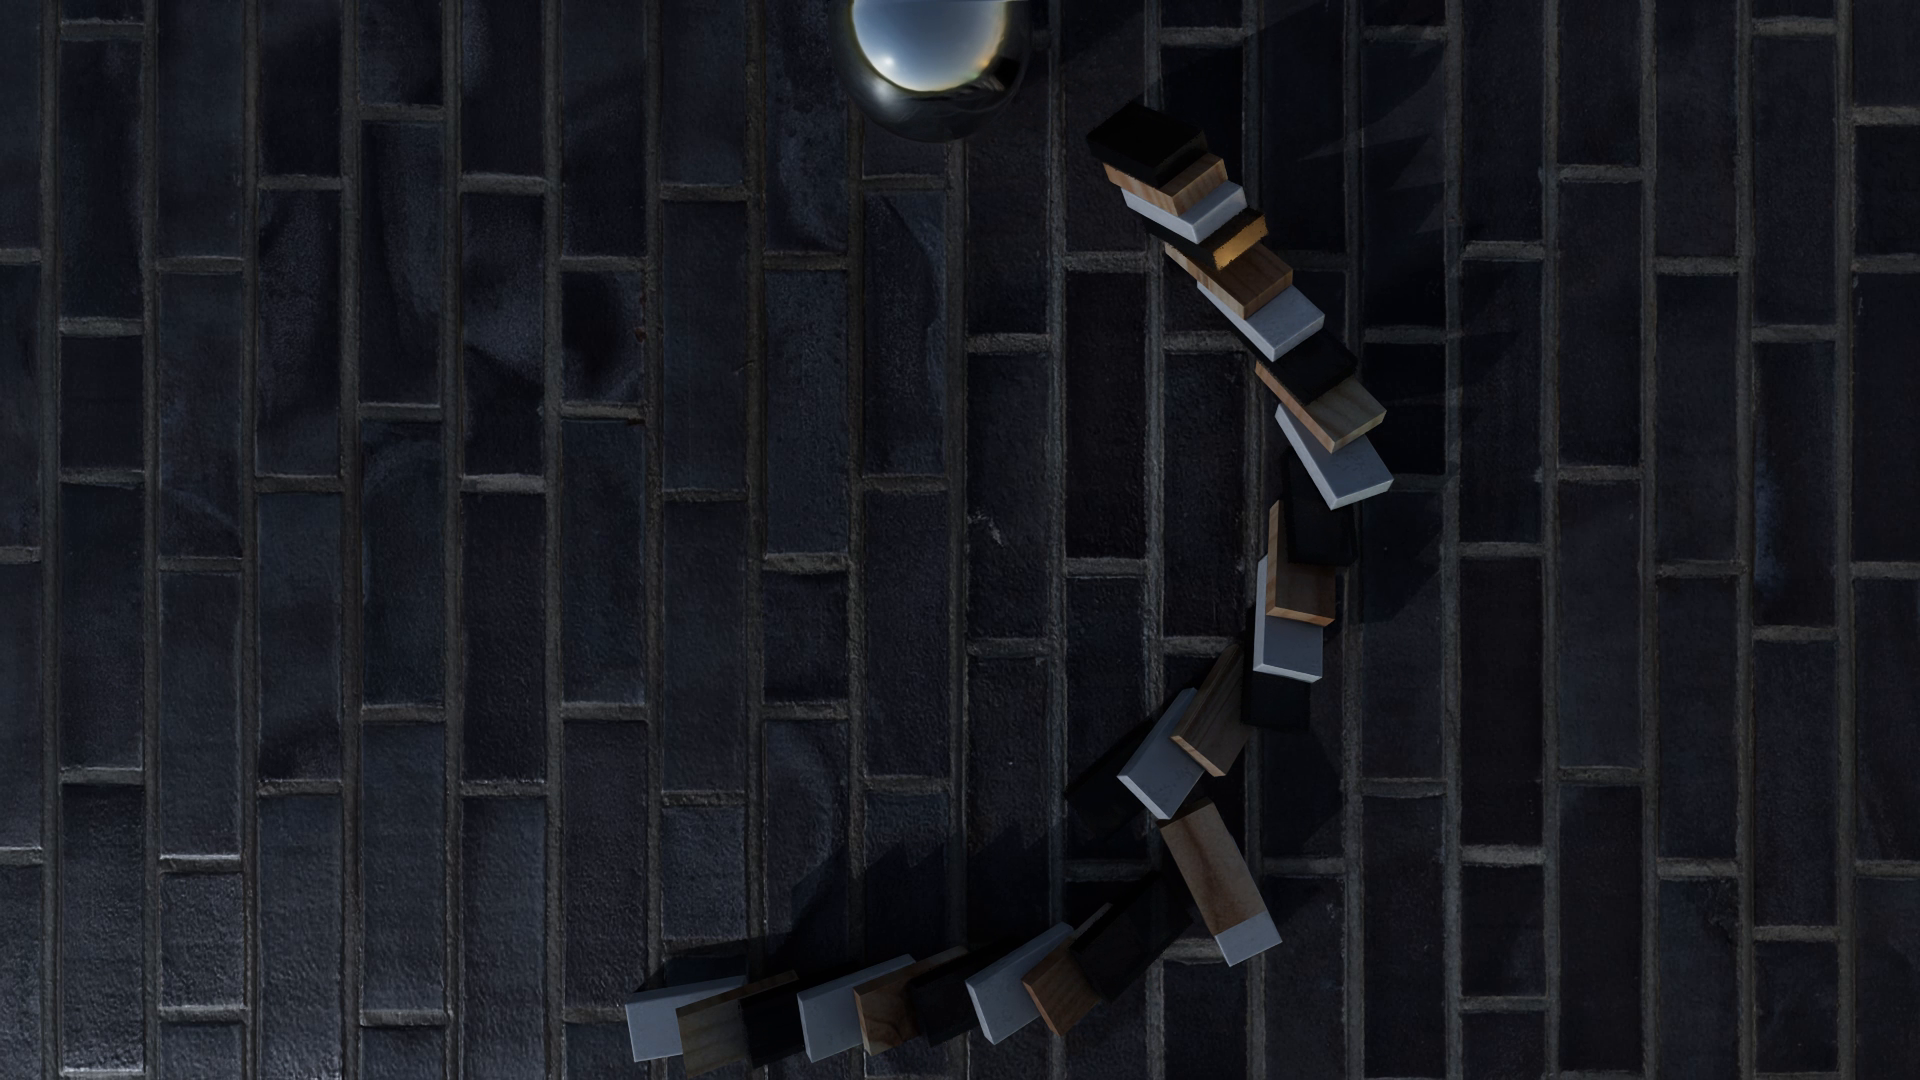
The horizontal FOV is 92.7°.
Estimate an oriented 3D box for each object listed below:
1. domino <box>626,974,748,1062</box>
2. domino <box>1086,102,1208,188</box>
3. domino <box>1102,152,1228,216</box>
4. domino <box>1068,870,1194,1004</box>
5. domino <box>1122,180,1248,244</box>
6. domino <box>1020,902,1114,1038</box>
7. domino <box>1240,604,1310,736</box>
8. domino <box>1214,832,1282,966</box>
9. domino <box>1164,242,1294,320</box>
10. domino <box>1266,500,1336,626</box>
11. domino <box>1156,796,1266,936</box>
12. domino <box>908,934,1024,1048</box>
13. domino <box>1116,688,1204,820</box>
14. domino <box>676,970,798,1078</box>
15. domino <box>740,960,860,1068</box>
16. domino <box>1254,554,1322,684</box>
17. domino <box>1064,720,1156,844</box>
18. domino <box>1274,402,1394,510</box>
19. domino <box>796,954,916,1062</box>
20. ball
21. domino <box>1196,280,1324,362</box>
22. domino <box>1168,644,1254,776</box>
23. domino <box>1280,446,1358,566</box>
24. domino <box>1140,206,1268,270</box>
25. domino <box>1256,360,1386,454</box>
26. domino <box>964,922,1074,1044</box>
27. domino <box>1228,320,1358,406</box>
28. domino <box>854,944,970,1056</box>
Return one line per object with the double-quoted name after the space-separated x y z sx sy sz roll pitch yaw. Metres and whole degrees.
-0.116 0.206 0.395 0.050 0.010 0.025 -9 90 0 "domino"
0.076 -0.164 0.379 0.025 0.010 0.050 -37 45 0 "domino"
0.084 -0.153 0.379 0.025 0.010 0.050 -37 45 0 "domino"
0.072 0.166 0.385 0.050 0.010 0.025 -33 94 -23 "domino"
0.092 -0.142 0.379 0.025 0.010 0.050 -37 45 0 "domino"
0.052 0.180 0.385 0.050 0.010 0.025 -32 94 -23 "domino"
0.133 0.054 0.384 0.025 0.009 0.050 13 65 -3 "domino"
0.116 0.154 0.395 0.025 0.009 0.050 -25 90 0 "domino"
0.112 -0.117 0.384 0.025 0.009 0.050 -37 62 0 "domino"
0.143 0.009 0.385 0.025 0.010 0.050 12 65 -1 "domino"
0.105 0.137 0.386 0.025 0.010 0.050 -26 90 0 "domino"
0.006 0.189 0.385 0.050 0.010 0.025 -13 90 -24 "domino"
0.091 0.089 0.385 0.025 0.010 0.050 45 66 -2 "domino"
-0.091 0.203 0.385 0.050 0.010 0.025 -9 90 -22 "domino"
-0.065 0.199 0.386 0.050 0.009 0.025 -9 90 -22 "domino"
0.138 0.032 0.385 0.025 0.009 0.050 13 65 -3 "domino"
0.072 0.104 0.395 0.050 0.010 0.025 -41 90 0 "domino"
0.156 -0.039 0.384 0.025 0.010 0.050 -19 63 -2 "domino"
-0.041 0.196 0.386 0.050 0.009 0.025 -9 90 -24 "domino"
-0.011 -0.199 0.360 0.080 0.080 0.080 0 90 0 "ball"
0.125 -0.101 0.385 0.025 0.010 0.050 -35 64 0 "domino"
0.112 0.071 0.386 0.025 0.009 0.050 40 66 0 "domino"
0.150 -0.015 0.385 0.025 0.010 0.050 5 65 0 "domino"
0.100 -0.131 0.379 0.025 0.010 0.050 -37 45 0 "domino"
0.150 -0.063 0.384 0.025 0.010 0.050 -32 64 -2 "domino"
0.029 0.185 0.385 0.050 0.009 0.025 -21 91 -24 "domino"
0.139 -0.082 0.385 0.025 0.009 0.050 -34 64 -1 "domino"
-0.018 0.193 0.386 0.050 0.009 0.025 -11 90 -24 "domino"
